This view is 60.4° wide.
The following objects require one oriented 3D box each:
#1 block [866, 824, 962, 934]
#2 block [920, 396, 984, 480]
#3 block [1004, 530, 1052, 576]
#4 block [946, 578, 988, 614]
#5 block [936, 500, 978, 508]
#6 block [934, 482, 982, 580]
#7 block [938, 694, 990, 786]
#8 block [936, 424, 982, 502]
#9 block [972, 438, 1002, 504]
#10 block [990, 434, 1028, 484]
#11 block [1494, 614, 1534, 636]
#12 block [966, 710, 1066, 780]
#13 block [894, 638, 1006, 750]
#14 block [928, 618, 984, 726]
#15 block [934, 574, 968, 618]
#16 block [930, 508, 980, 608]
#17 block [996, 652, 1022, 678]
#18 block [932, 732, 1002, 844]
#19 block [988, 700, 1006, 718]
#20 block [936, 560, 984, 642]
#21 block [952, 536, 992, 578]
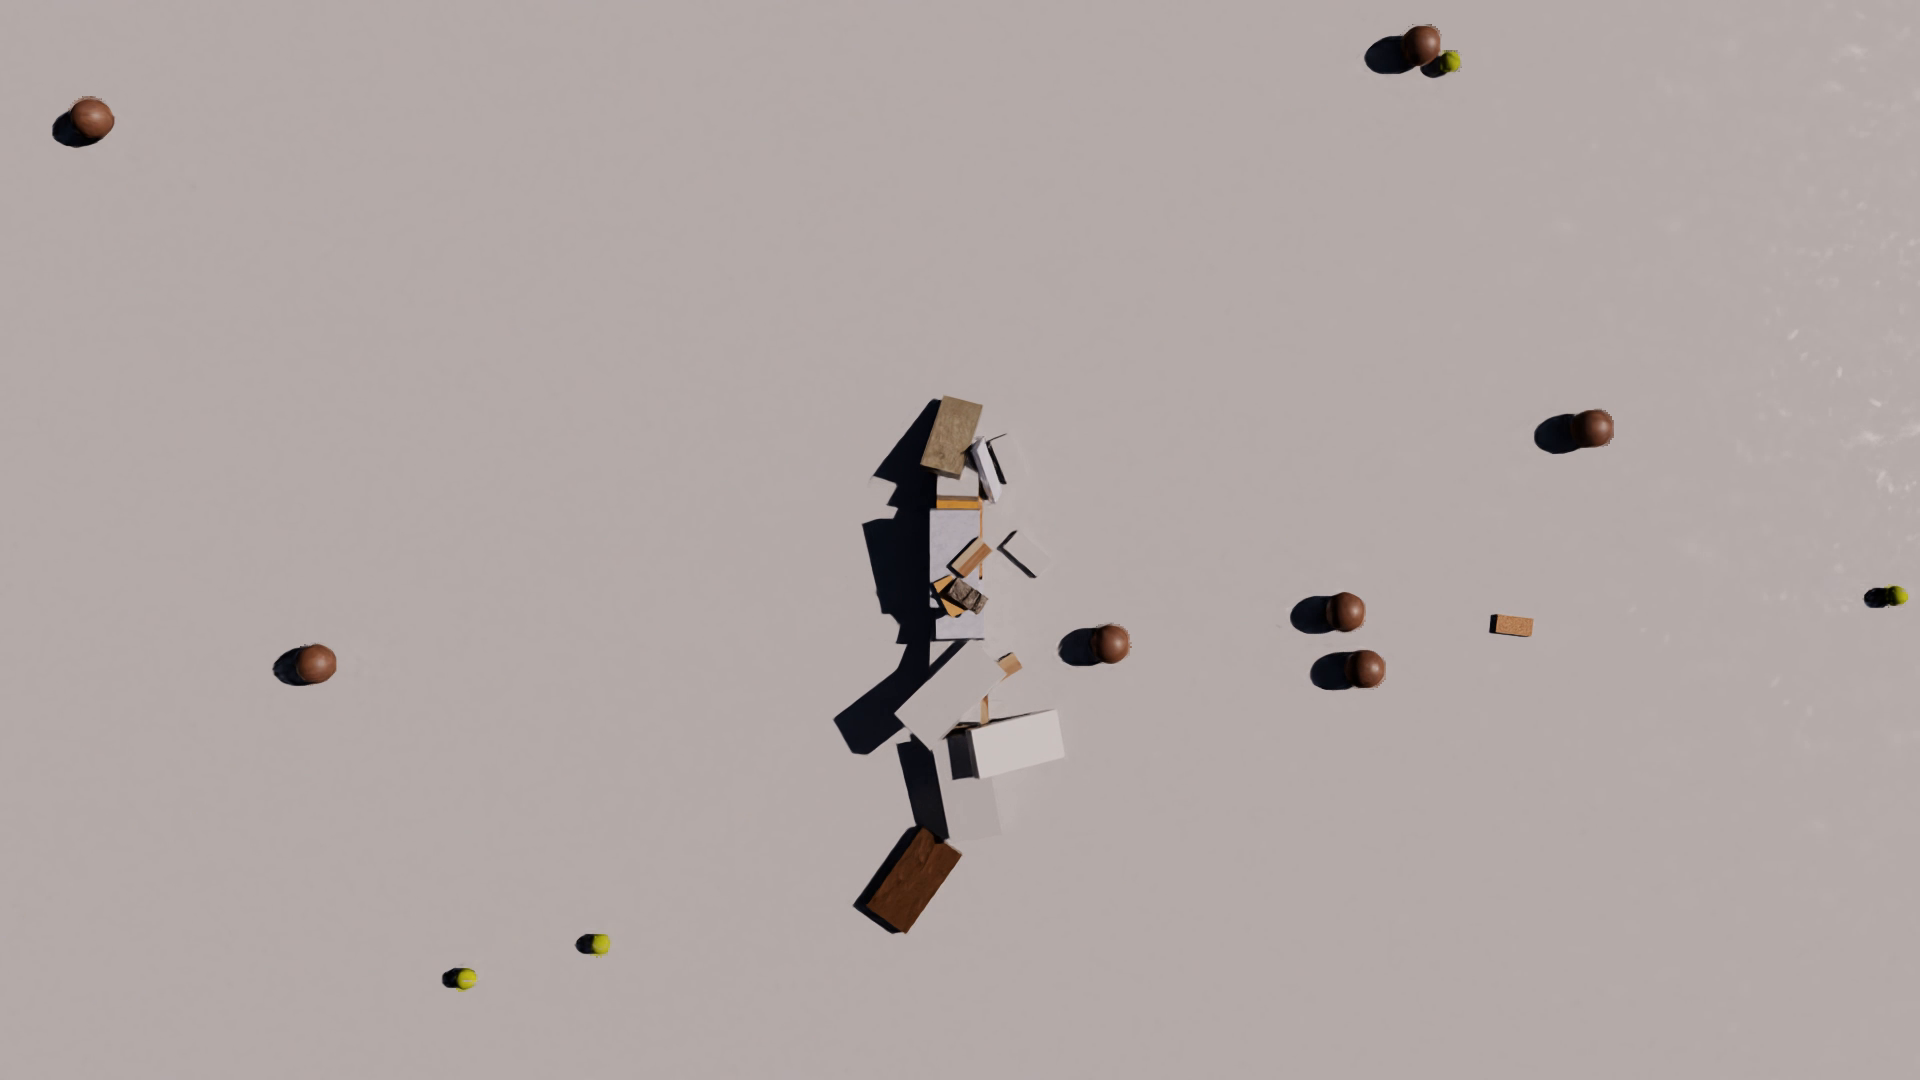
[{"bbox_3d":[-0.151,1.127,5.477,0.161,0.046,0.321,35,90,0],"label":"block"},{"bbox_3d":[-0.027,-0.337,5.419,0.135,0.038,0.271,15,65,7],"label":"block"},{"bbox_3d":[0.226,0.046,5.489,0.152,0.022,0.076,41,90,0],"label":"block"},{"bbox_3d":[0.023,0.181,5.325,0.127,0.018,0.063,35,83,-15],"label":"block"},{"bbox_3d":[-0.007,-0.170,5.424,0.135,0.038,0.271,1,65,0],"label":"block"},{"bbox_3d":[-0.006,-0.032,5.441,0.160,0.045,0.320,0,76,0],"label":"block"},{"bbox_3d":[0.011,0.639,5.462,0.172,0.049,0.345,-2,93,3],"label":"block"},{"bbox_3d":[-0.003,-0.258,5.423,0.135,0.038,0.271,2,65,1],"label":"block"},{"bbox_3d":[0.088,-0.226,5.416,0.022,0.076,0.208,-7,122,23],"label":"block"},{"bbox_3d":[0.162,-0.272,5.489,0.076,0.022,0.152,-23,90,0],"label":"block"},{"bbox_3d":[1.844,0.284,5.492,0.120,0.017,0.060,7,90,0],"label":"block"},{"bbox_3d":[0.182,0.667,5.409,0.321,0.046,0.161,-11,91,-26],"label":"block"},{"bbox_3d":[-0.031,0.501,5.345,0.350,0.046,0.161,-44,74,-11],"label":"block"},{"bbox_3d":[-0.013,0.432,5.417,0.172,0.049,0.345,1,72,4],"label":"block"},{"bbox_3d":[-0.029,0.181,5.338,0.063,0.018,0.127,-26,100,5],"label":"block"},{"bbox_3d":[-0.018,0.058,5.347,0.160,0.045,0.320,0,101,0],"label":"block"},{"bbox_3d":[0.142,0.431,5.492,0.120,0.017,0.060,-33,90,0],"label":"block"},{"bbox_3d":[0.023,0.811,5.421,0.172,0.049,0.345,-11,92,3],"label":"block"},{"bbox_3d":[0.092,0.563,5.489,0.120,0.017,0.060,1,93,1],"label":"block"},{"bbox_3d":[-0.002,0.171,5.438,0.160,0.045,0.319,-1,76,0],"label":"block"},{"bbox_3d":[0.039,0.057,5.314,0.063,0.018,0.127,43,98,-7],"label":"block"}]
